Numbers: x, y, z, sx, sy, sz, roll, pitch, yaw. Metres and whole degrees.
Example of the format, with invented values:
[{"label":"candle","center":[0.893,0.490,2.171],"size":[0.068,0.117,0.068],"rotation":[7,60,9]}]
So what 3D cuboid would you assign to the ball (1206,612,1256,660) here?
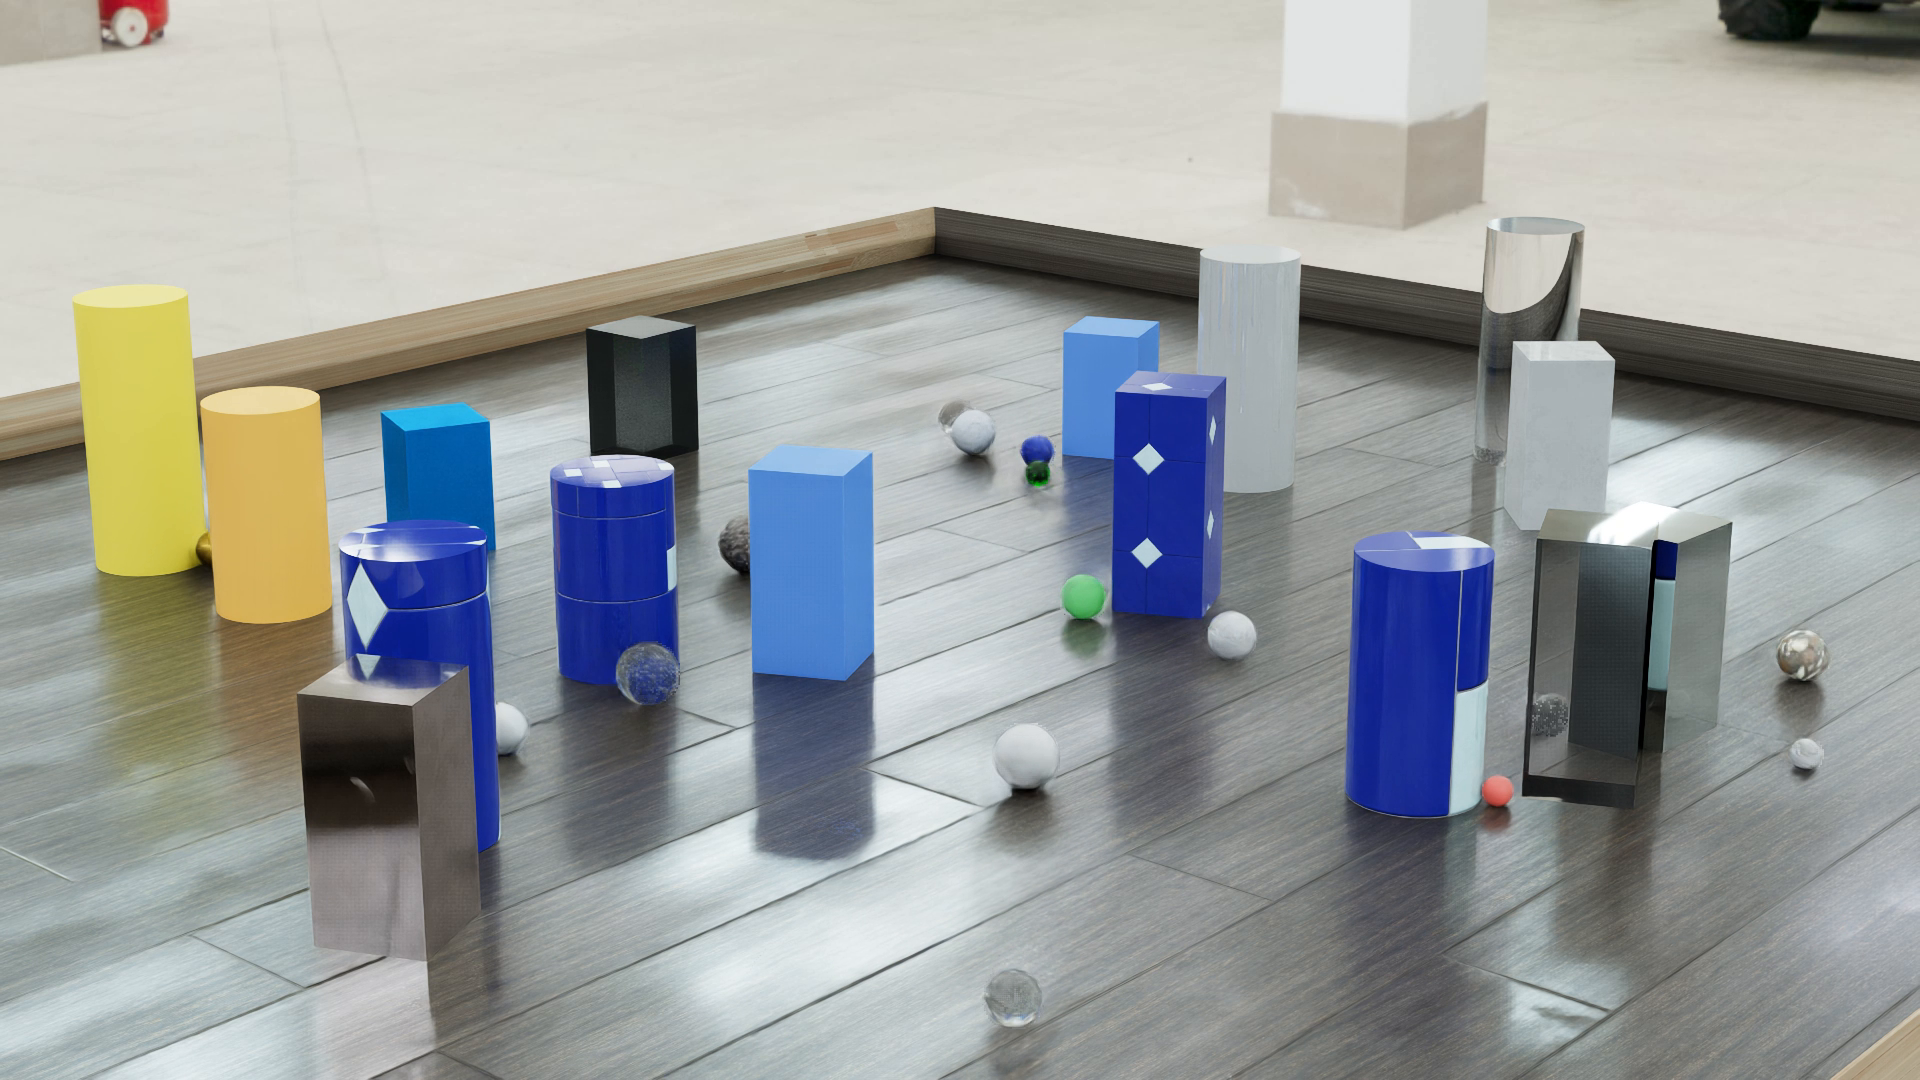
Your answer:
[{"label":"ball","center":[0.444,0.156,4.797],"size":[0.079,0.079,0.079],"rotation":[0,17,0]}]

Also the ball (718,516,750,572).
[{"label":"ball","center":[-0.384,0.007,5.258],"size":[0.099,0.099,0.099],"rotation":[0,17,0]}]

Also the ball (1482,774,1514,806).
[{"label":"ball","center":[0.769,0.358,4.188],"size":[0.044,0.044,0.044],"rotation":[0,17,0]}]

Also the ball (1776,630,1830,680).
[{"label":"ball","center":[1.351,0.185,4.698],"size":[0.081,0.081,0.081],"rotation":[0,17,0]}]

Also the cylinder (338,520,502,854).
[{"label":"cylinder","center":[-0.738,0.207,4.018],"size":[0.197,0.432,0.197],"rotation":[0,17,0]}]

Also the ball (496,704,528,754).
[{"label":"ball","center":[-0.685,0.282,4.382],"size":[0.077,0.077,0.077],"rotation":[0,17,0]}]

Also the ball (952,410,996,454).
[{"label":"ball","center":[0.028,-0.222,6.032],"size":[0.091,0.091,0.091],"rotation":[0,17,0]}]

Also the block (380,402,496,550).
[{"label":"block","center":[-0.959,-0.109,5.391],"size":[0.158,0.244,0.158],"rotation":[-8,19,-25]}]

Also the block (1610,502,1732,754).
[{"label":"block","center":[1.050,0.130,4.451],"size":[0.158,0.328,0.158],"rotation":[15,23,41]}]

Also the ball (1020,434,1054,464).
[{"label":"ball","center":[0.156,-0.180,5.935],"size":[0.067,0.067,0.067],"rotation":[0,17,0]}]

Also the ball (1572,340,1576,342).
[{"label":"ball","center":[1.412,-0.425,6.748],"size":[0.066,0.066,0.066],"rotation":[0,17,0]}]

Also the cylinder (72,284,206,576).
[{"label":"cylinder","center":[-1.469,-0.198,5.261],"size":[0.197,0.490,0.197],"rotation":[0,17,0]}]

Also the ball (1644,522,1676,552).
[{"label":"ball","center":[1.284,-0.007,5.380],"size":[0.055,0.055,0.055],"rotation":[0,17,0]}]

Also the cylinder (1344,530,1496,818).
[{"label":"cylinder","center":[0.655,0.190,4.187],"size":[0.197,0.366,0.197],"rotation":[0,17,0]}]

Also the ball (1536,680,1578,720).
[{"label":"ball","center":[0.920,0.247,4.523],"size":[0.063,0.063,0.063],"rotation":[0,17,0]}]

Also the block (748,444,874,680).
[{"label":"block","center":[-0.238,0.035,4.746],"size":[0.158,0.341,0.158],"rotation":[5,17,15]}]

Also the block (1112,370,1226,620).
[{"label":"block","center":[0.359,-0.079,5.042],"size":[0.158,0.388,0.158],"rotation":[5,17,16]}]

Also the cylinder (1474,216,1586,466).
[{"label":"cylinder","center":[1.155,-0.402,5.955],"size":[0.197,0.479,0.197],"rotation":[0,17,0]}]

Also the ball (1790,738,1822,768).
[{"label":"ball","center":[1.248,0.315,4.329],"size":[0.045,0.045,0.045],"rotation":[0,17,0]}]

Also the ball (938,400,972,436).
[{"label":"ball","center":[-0.007,-0.256,6.168],"size":[0.077,0.077,0.077],"rotation":[0,17,0]}]

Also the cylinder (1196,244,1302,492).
[{"label":"cylinder","center":[0.567,-0.340,5.787],"size":[0.197,0.457,0.197],"rotation":[0,17,0]}]

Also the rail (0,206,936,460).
[{"label":"rail","center":[-1.541,-0.354,6.401],"size":[0.045,0.128,4.538],"rotation":[14,22,39]}]

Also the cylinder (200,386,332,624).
[{"label":"cylinder","center":[-1.186,-0.062,5.023],"size":[0.197,0.366,0.197],"rotation":[0,17,0]}]

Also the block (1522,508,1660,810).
[{"label":"block","center":[0.906,0.169,4.216],"size":[0.158,0.390,0.158],"rotation":[5,17,16]}]

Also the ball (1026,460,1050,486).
[{"label":"ball","center":[0.154,-0.132,5.804],"size":[0.050,0.050,0.050],"rotation":[0,17,0]}]

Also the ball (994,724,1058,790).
[{"label":"ball","center":[0.095,0.314,4.248],"size":[0.094,0.094,0.094],"rotation":[0,17,0]}]

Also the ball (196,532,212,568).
[{"label":"ball","center":[-1.341,0.016,5.282],"size":[0.067,0.067,0.067],"rotation":[0,17,0]}]

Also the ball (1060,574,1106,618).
[{"label":"ball","center":[0.210,0.096,5.000],"size":[0.076,0.076,0.076],"rotation":[0,17,0]}]

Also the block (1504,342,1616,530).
[{"label":"block","center":[1.132,-0.198,5.545],"size":[0.158,0.327,0.158],"rotation":[0,17,-1]}]

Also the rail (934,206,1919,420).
[{"label":"rail","center":[1.472,-0.457,6.743],"size":[4.130,0.128,0.045],"rotation":[14,22,39]}]

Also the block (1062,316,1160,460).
[{"label":"block","center":[0.311,-0.313,6.045],"size":[0.158,0.258,0.158],"rotation":[6,18,19]}]

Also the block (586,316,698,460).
[{"label":"block","center":[-0.652,-0.310,6.024],"size":[0.158,0.263,0.158],"rotation":[13,21,37]}]

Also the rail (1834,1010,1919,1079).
[{"label":"rail","center":[1.541,0.418,3.839],"size":[0.045,0.128,4.538],"rotation":[14,22,39]}]

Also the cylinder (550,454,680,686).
[{"label":"cylinder","center":[-0.556,0.047,4.729],"size":[0.197,0.328,0.197],"rotation":[0,17,0]}]

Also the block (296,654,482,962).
[{"label":"block","center":[-0.724,0.339,3.735],"size":[0.158,0.342,0.158],"rotation":[5,17,16]}]

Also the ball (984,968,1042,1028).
[{"label":"ball","center":[0.064,0.549,3.511],"size":[0.069,0.069,0.069],"rotation":[0,17,0]}]

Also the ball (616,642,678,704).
[{"label":"ball","center":[-0.490,0.209,4.589],"size":[0.098,0.098,0.098],"rotation":[0,17,0]}]
